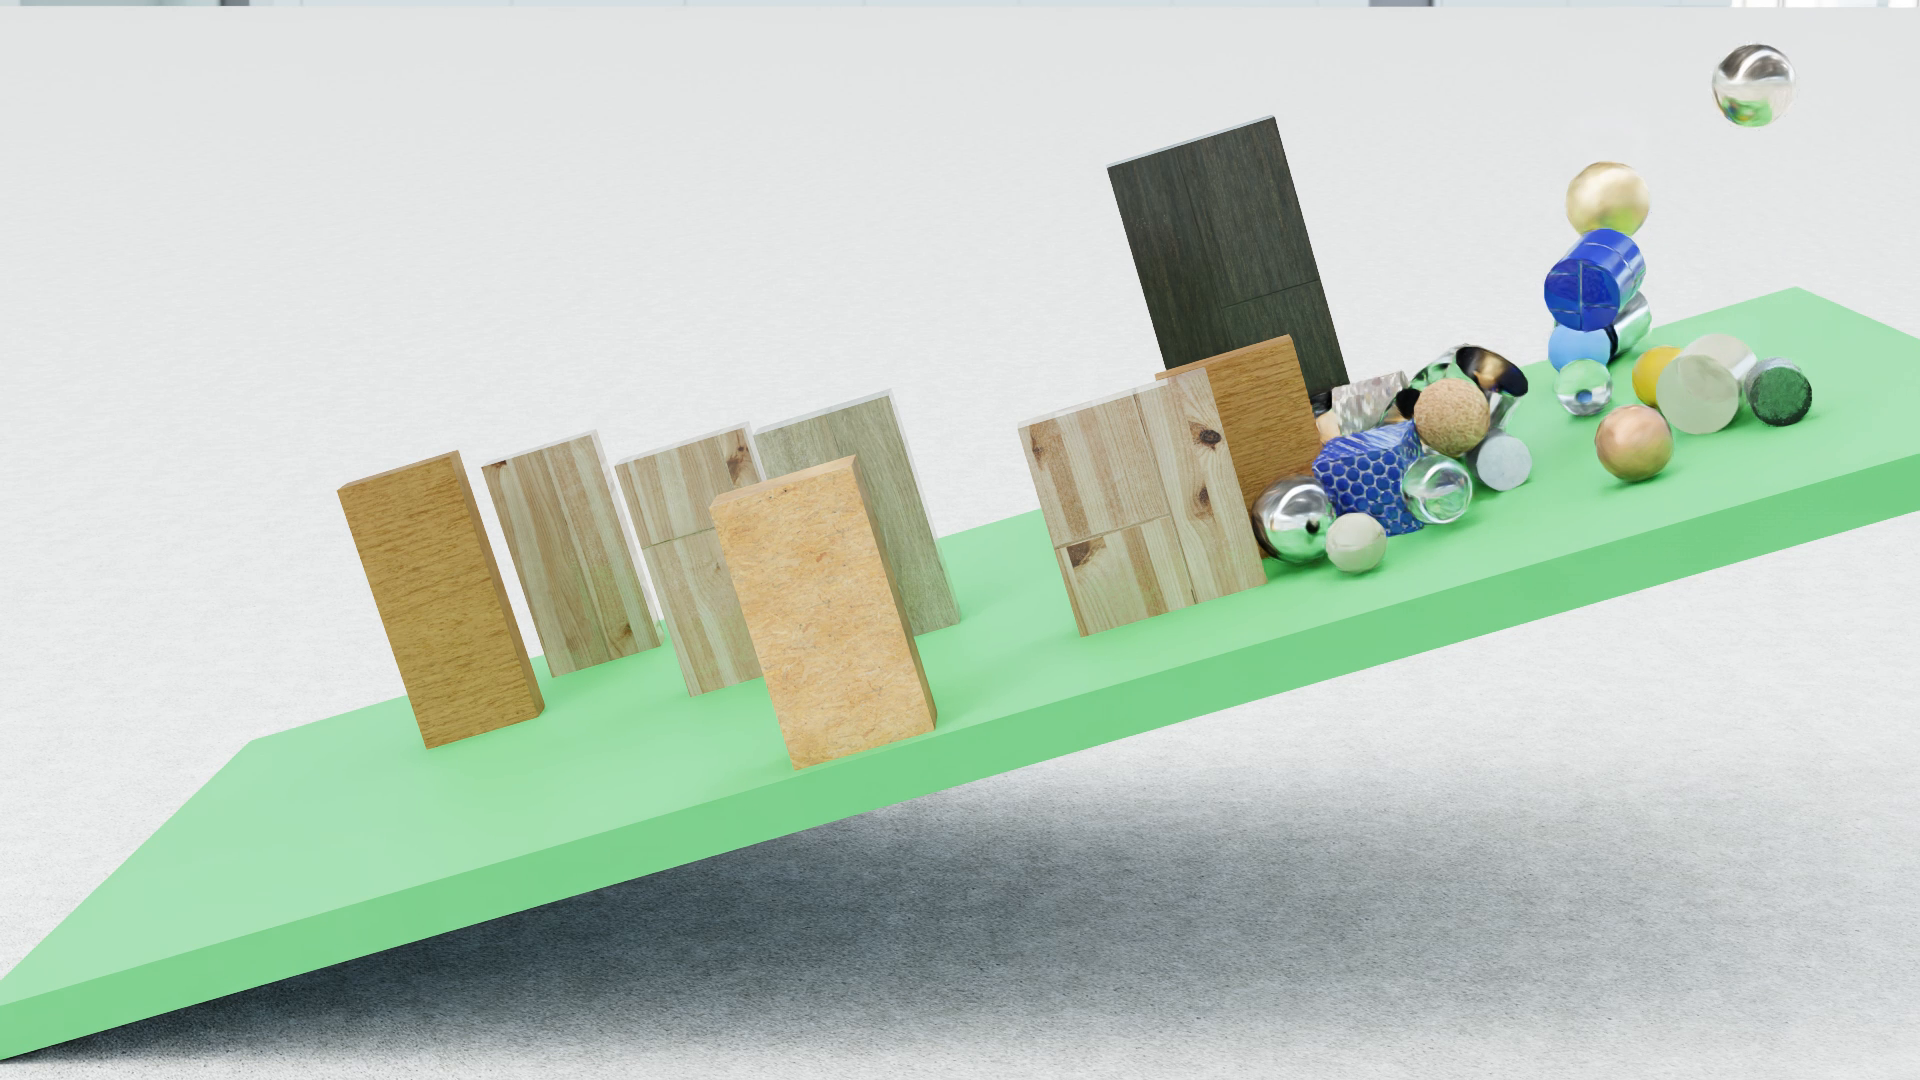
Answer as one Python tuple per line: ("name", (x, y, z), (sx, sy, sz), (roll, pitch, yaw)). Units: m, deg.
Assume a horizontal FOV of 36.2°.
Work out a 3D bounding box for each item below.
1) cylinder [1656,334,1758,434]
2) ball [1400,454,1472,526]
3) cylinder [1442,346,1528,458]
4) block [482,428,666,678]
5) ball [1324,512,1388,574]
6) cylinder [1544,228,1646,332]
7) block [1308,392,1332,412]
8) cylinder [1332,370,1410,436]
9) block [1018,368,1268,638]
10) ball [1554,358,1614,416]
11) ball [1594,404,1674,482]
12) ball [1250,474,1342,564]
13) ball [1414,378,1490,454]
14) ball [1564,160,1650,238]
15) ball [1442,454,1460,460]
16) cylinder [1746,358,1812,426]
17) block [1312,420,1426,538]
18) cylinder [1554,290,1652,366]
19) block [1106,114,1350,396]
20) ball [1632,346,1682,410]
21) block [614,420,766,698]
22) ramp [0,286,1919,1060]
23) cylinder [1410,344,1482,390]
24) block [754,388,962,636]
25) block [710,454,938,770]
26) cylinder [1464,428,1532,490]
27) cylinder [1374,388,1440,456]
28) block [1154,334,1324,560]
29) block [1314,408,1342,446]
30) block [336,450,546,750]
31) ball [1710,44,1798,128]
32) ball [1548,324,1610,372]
("cylinder", (1.499, -0.313, 5.888), (0.166, 0.166, 0.166), (6, 21, 29))
("ball", (0.921, -0.097, 5.686), (0.137, 0.137, 0.137), (0, 11, 0))
("cylinder", (1.057, -0.282, 6.045), (0.165, 0.165, 0.165), (16, 35, -12))
("block", (-0.921, 0.032, 7.027), (0.274, 0.534, 0.090), (-16, 10, 5))
("ball", (0.749, 0.006, 5.562), (0.117, 0.117, 0.117), (0, 11, 0))
("cylinder", (1.312, -0.537, 6.079), (0.163, 0.163, 0.163), (7, 30, 30))
("block", (0.802, -0.246, 6.767), (0.143, 0.143, 0.143), (-11, 12, 31))
("cylinder", (0.947, -0.288, 6.691), (0.162, 0.162, 0.162), (-14, 6, 18))
("block", (0.356, -0.073, 5.745), (0.380, 0.432, 0.087), (-16, 10, 5))
("ball", (1.348, -0.330, 6.352), (0.125, 0.125, 0.125), (0, 11, 0))
("ball", (1.286, -0.186, 5.612), (0.148, 0.148, 0.148), (0, 11, 0))
("ball", (0.656, -0.042, 5.741), (0.176, 0.176, 0.176), (0, 11, 0))
("ball", (0.987, -0.248, 5.902), (0.154, 0.154, 0.154), (0, 11, 0))
("ball", (1.389, -0.724, 6.310), (0.179, 0.179, 0.179), (0, 11, 0))
("ball", (1.036, -0.243, 6.332), (0.151, 0.151, 0.151), (0, 11, 0))
("cylinder", (1.596, -0.290, 5.739), (0.117, 0.117, 0.117), (2, 11, 11))
("block", (0.828, -0.112, 5.865), (0.178, 0.178, 0.178), (-13, 14, 24))
("cylinder", (1.503, -0.503, 6.882), (0.167, 0.167, 0.167), (9, 29, 39))
("block", (0.657, -0.587, 7.054), (0.412, 0.768, 0.110), (-16, 10, 5))
("ball", (1.475, -0.339, 6.157), (0.136, 0.136, 0.136), (0, 11, 0))
("block", (-0.516, 0.041, 6.317), (0.292, 0.527, 0.093), (-16, 10, 5))
("ramp", (0.094, 0.185, 6.316), (4.000, 0.100, 2.000), (-16, 10, 5))
("cylinder", (1.121, -0.337, 6.628), (0.174, 0.174, 0.174), (6, 20, 28))
("block", (-0.216, -0.031, 6.254), (0.299, 0.510, 0.107), (-16, 10, 5))
("block", (-0.248, 0.133, 5.411), (0.270, 0.513, 0.131), (-16, 10, 5))
("cylinder", (1.085, -0.163, 5.929), (0.111, 0.111, 0.111), (-1, 10, -3))
("cylinder", (0.941, -0.214, 6.169), (0.147, 0.147, 0.147), (18, 39, -16))
("block", (0.589, -0.174, 5.957), (0.283, 0.412, 0.095), (-16, 10, 5))
("block", (0.692, -0.146, 6.258), (0.194, 0.194, 0.194), (-9, 13, 39))
("block", (-1.167, 0.135, 6.631), (0.267, 0.621, 0.098), (-16, 10, 5))
("ball", (1.597, -0.914, 5.919), (0.169, 0.169, 0.169), (0, 11, 0))
("ball", (1.424, -0.439, 6.763), (0.143, 0.143, 0.143), (0, 11, 0))
